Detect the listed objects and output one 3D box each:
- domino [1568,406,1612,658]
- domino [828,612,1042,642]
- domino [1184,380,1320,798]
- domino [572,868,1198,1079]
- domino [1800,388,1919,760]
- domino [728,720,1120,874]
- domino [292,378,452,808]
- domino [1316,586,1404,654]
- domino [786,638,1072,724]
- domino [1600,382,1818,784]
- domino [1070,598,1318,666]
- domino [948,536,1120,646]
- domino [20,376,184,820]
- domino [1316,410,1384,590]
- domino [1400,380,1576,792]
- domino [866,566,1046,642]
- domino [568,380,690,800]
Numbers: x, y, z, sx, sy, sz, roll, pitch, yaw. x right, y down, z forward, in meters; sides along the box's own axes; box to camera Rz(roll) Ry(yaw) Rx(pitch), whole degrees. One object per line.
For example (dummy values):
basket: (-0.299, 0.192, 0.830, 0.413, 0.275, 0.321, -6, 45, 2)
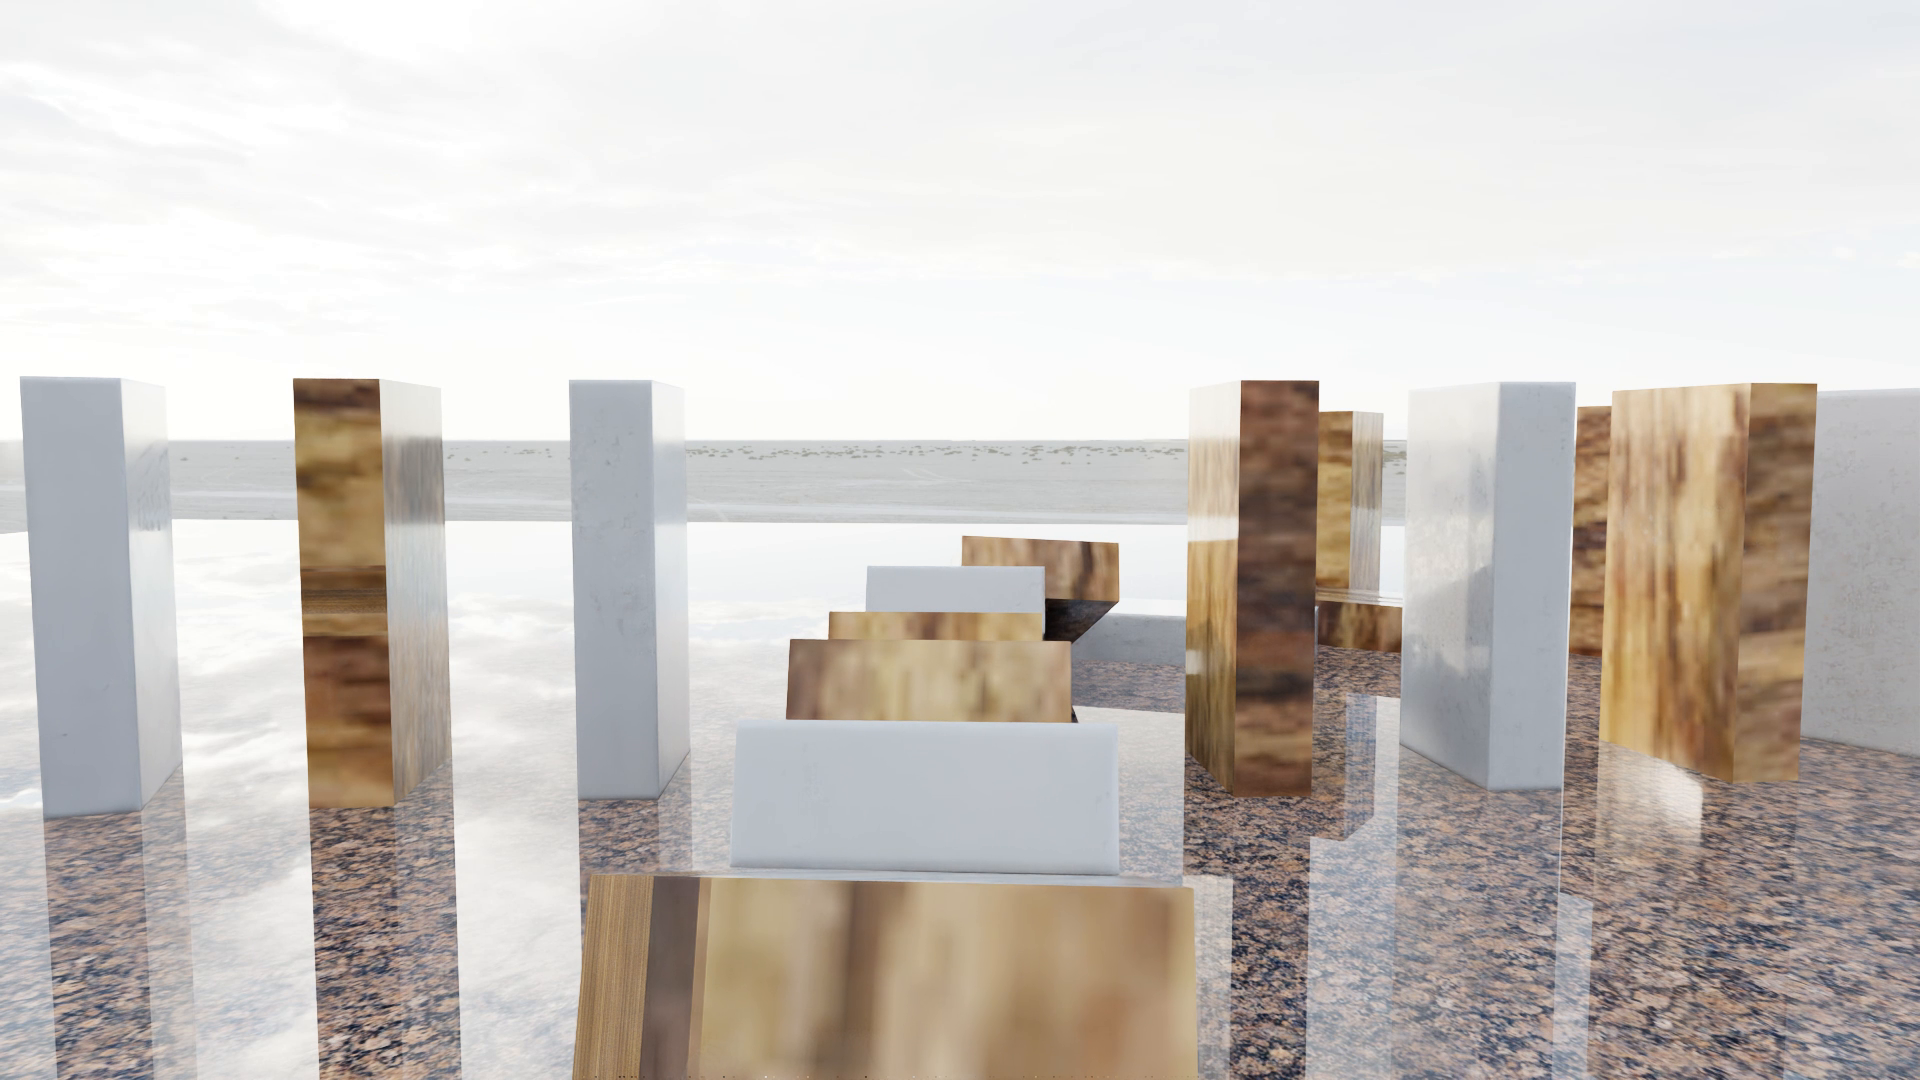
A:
domino: (0.137, -0.002, 0.263, 0.025, 0.050, 0.009, -3, 5, -34)
domino: (-0.002, 0.018, 0.173, 0.025, 0.009, 0.050, 0, -12, 3)
domino: (0.037, 0.005, 0.165, 0.009, 0.050, 0.025, 0, 4, -4)
domino: (-0.001, 0.025, 0.076, 0.025, 0.009, 0.050, 0, -14, 4)
domino: (0.129, 0.004, 0.182, 0.010, 0.050, 0.025, -2, 5, -30)
domino: (-0.001, 0.022, 0.107, 0.025, 0.009, 0.050, 0, -14, 3)
domino: (-0.073, 0.005, 0.161, 0.010, 0.050, 0.025, -1, 4, -7)
domino: (0.085, 0.017, 0.280, 0.050, 0.009, 0.025, 3, 6, 39)
domino: (-0.002, 0.020, 0.137, 0.025, 0.009, 0.050, 0, -15, 3)
domino: (0.099, 0.005, 0.172, 0.009, 0.050, 0.025, -1, 4, -10)
domino: (0.045, 0.018, 0.259, 0.050, 0.009, 0.025, 2, 5, 20)
domino: (0.010, 0.011, 0.224, 0.025, 0.009, 0.050, 3, -15, -6)
domino: (-0.104, 0.006, 0.157, 0.009, 0.050, 0.025, -2, 5, -21)
domino: (0.092, -0.005, 0.306, 0.009, 0.050, 0.025, 3, 5, 34)
domino: (0.068, 0.005, 0.168, 0.009, 0.050, 0.025, 0, 4, -6)
domino: (0.001, 0.015, 0.203, 0.025, 0.009, 0.050, 0, -15, 3)
domino: (-0.042, 0.005, 0.164, 0.010, 0.050, 0.025, 0, 4, -3)
